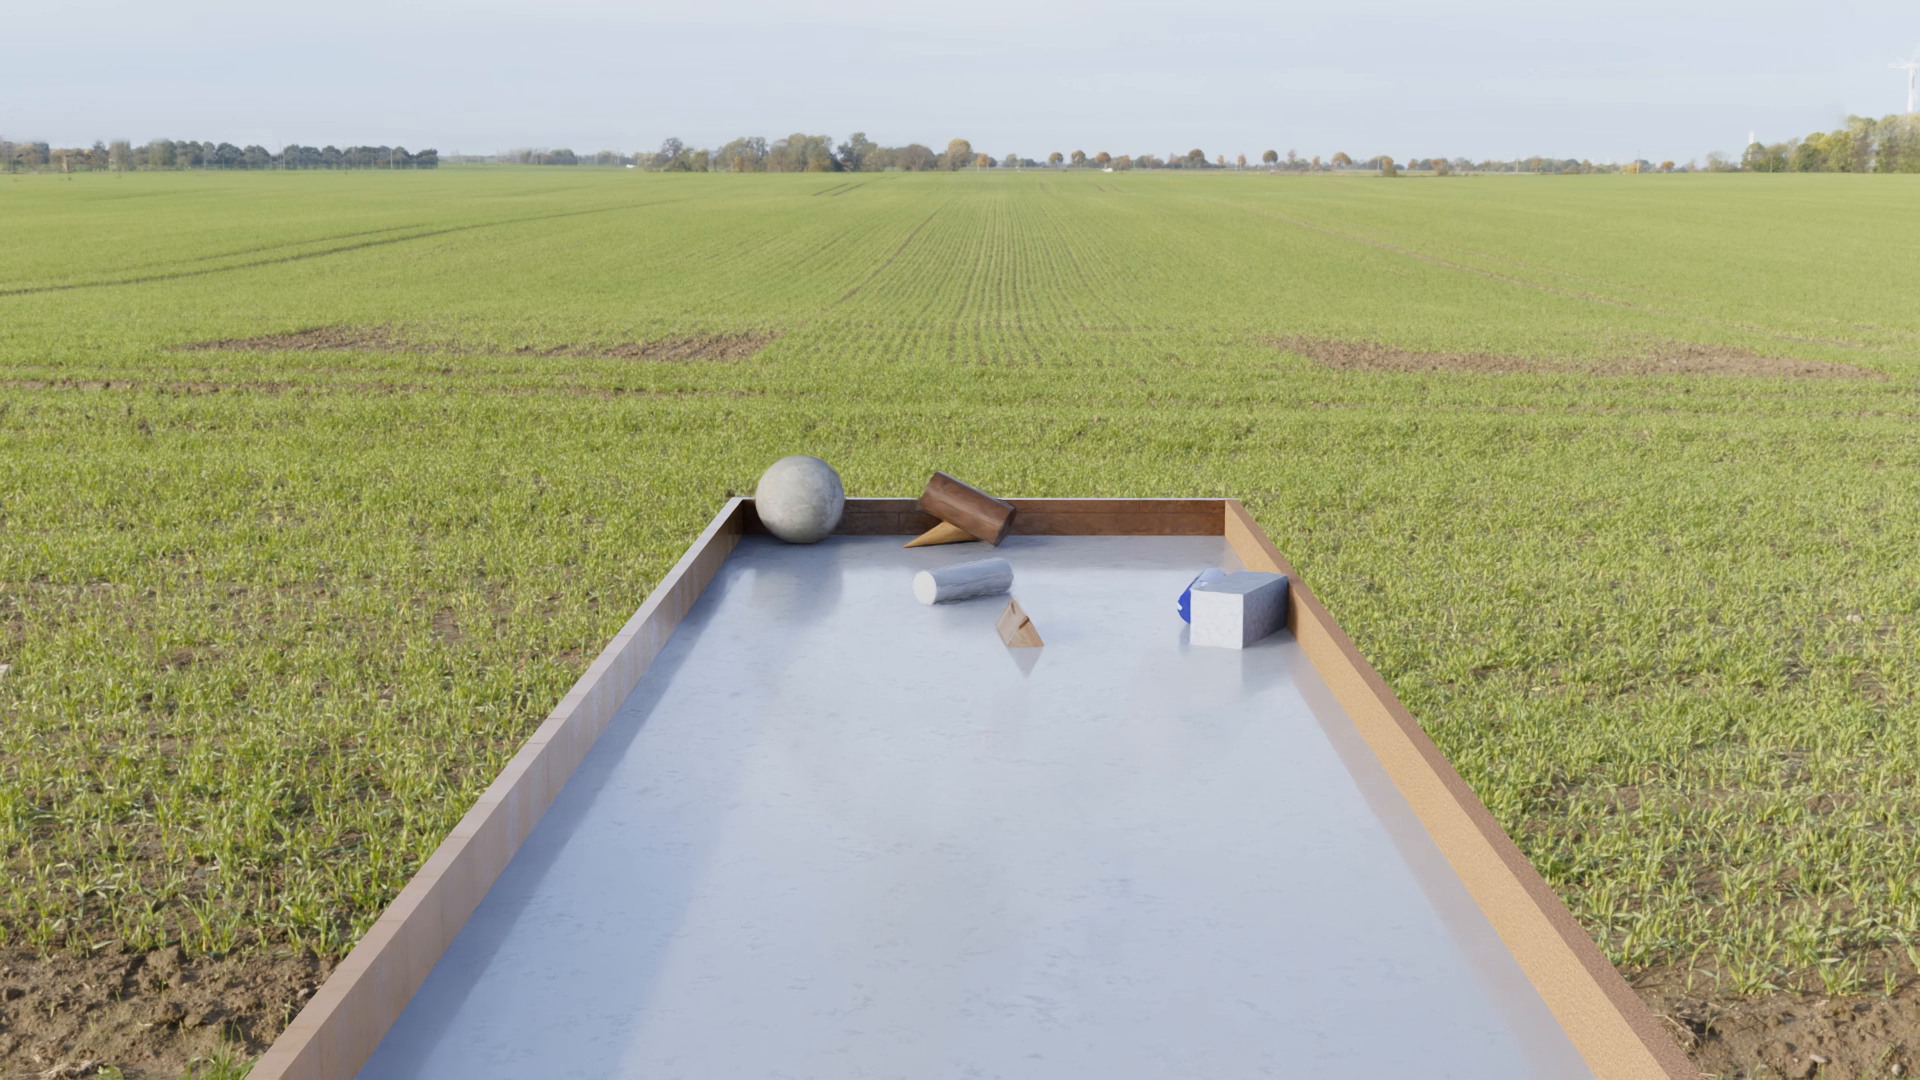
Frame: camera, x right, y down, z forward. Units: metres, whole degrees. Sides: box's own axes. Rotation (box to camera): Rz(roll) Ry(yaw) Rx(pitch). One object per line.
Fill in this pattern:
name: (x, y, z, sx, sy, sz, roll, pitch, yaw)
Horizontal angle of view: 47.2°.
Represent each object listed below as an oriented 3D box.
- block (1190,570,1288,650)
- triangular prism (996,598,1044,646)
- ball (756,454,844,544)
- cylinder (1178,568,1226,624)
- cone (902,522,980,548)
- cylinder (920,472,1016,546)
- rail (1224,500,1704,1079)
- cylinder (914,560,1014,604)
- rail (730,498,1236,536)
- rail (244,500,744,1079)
block: (0.900, 0.221, 7.066, 0.173, 0.173, 0.418, 5, 10, 27)
triangular prism: (0.191, 0.258, 7.043, 0.115, 0.100, 0.329, -1, 9, -6)
ball: (-0.648, -0.164, 8.896, 0.360, 0.360, 0.360, 0, 9, 0)
cylinder: (0.826, 0.188, 7.440, 0.121, 0.121, 0.425, 2, 9, 14)
cone: (-0.091, -0.018, 8.901, 0.384, 0.142, 0.142, -19, 19, -34)
cylinder: (0.029, -0.126, 8.849, 0.349, 0.171, 0.171, 26, 15, 10)
rail: (1.046, 0.843, 3.208, 0.050, 0.150, 12.000, 0, 9, 1)
cylinder: (0.014, 0.146, 7.719, 0.116, 0.116, 0.380, 9, 13, 44)
rail: (0.099, -0.098, 9.147, 2.100, 0.150, 0.050, 0, 9, 1)
rail: (-1.004, 0.839, 3.234, 0.050, 0.150, 12.000, 0, 9, 1)
